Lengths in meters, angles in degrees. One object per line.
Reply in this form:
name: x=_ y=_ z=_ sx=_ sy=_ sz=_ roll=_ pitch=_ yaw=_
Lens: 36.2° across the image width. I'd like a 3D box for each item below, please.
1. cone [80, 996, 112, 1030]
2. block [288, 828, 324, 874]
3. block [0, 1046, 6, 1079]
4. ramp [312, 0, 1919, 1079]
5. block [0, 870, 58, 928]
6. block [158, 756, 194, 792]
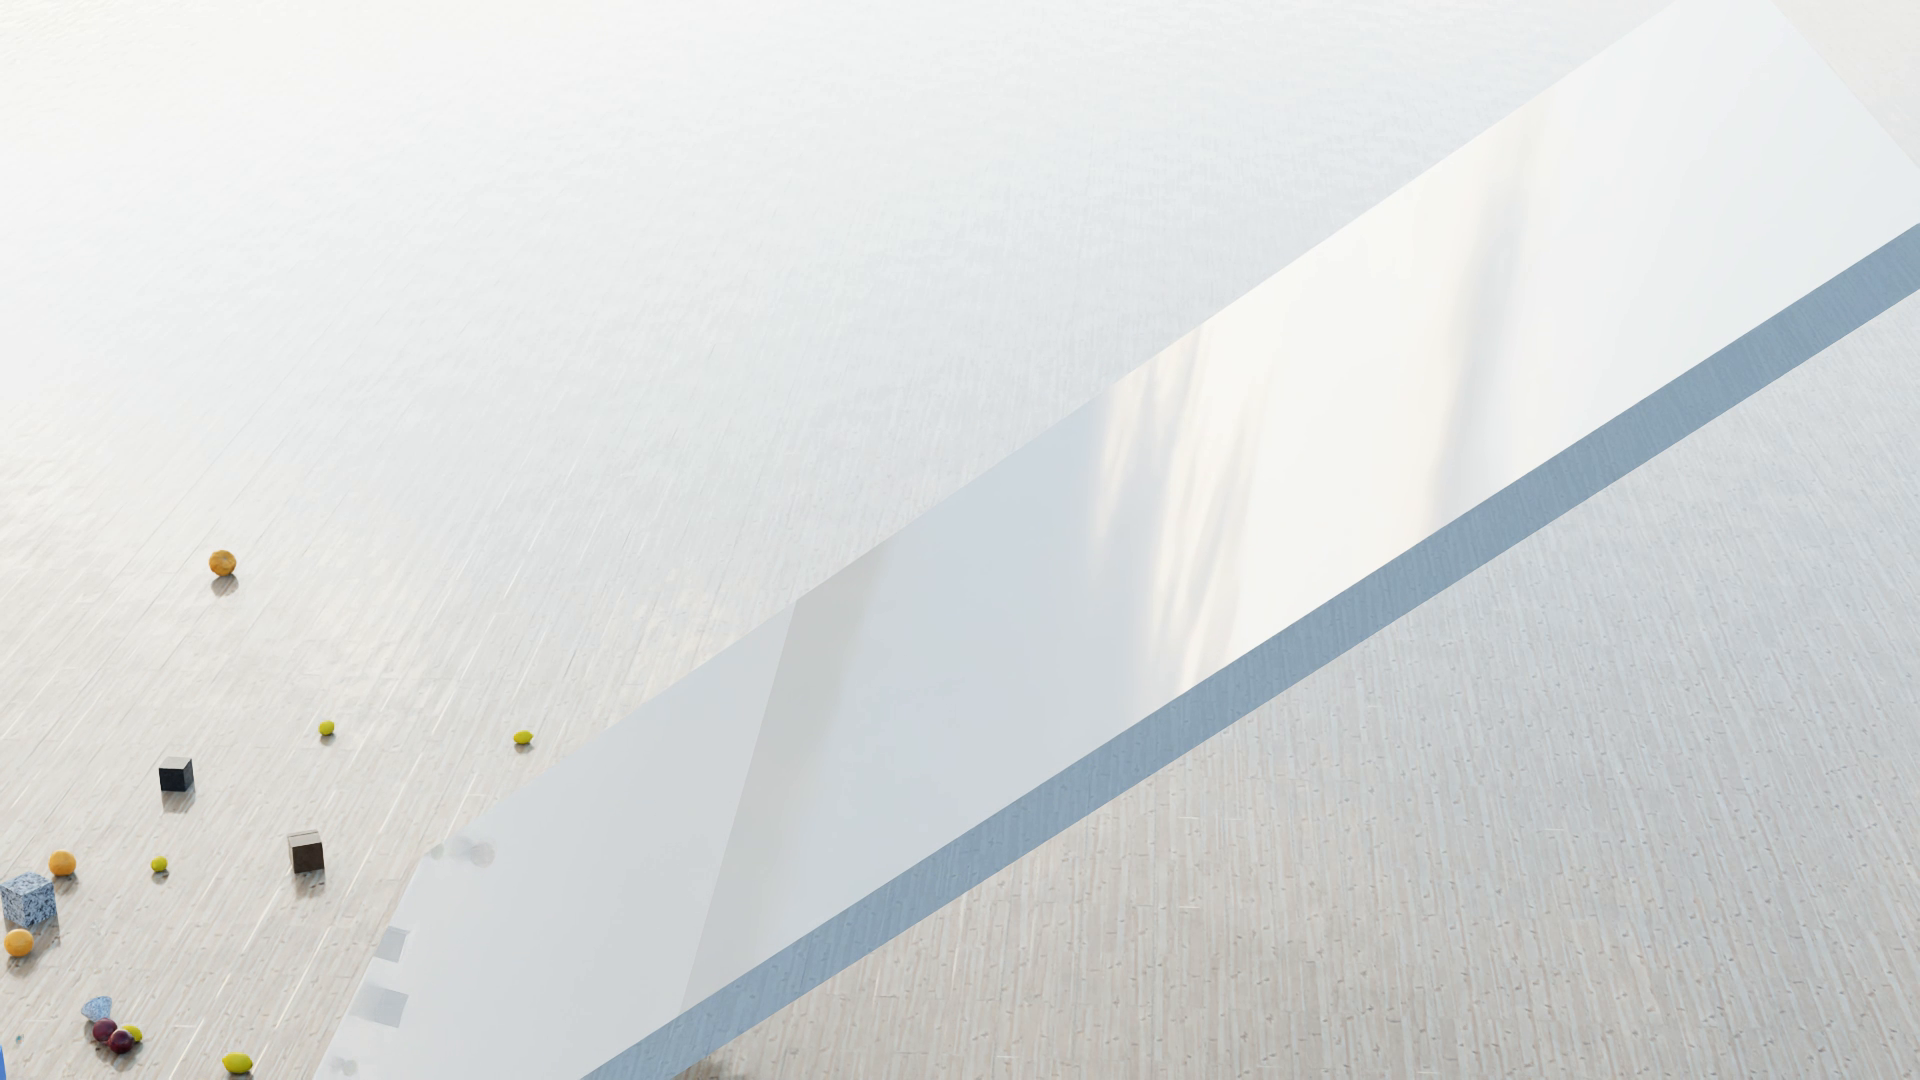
cone: x=-2.087 y=1.165 z=7.154 sx=0.078 sy=0.078 sz=0.078 roll=-16 pitch=57 yaw=-33
block: x=-1.755 y=0.835 z=7.892 sx=0.080 sy=0.080 sz=0.080 roll=-8 pitch=24 yaw=-19
block: x=-2.288 y=1.249 z=6.877 sx=0.091 sy=0.091 sz=0.091 roll=-4 pitch=23 yaw=-10
ramp: x=0.130 y=0.178 z=6.320 sx=4.000 sy=0.100 sz=2.000 roll=-34 pitch=16 yaw=16
block: x=-2.419 y=0.932 z=7.637 sx=0.096 sy=0.096 sz=0.096 roll=16 pitch=28 yaw=34
block: x=-2.217 y=0.662 z=8.321 sx=0.072 sy=0.072 sz=0.072 roll=2 pitch=23 yaw=5
